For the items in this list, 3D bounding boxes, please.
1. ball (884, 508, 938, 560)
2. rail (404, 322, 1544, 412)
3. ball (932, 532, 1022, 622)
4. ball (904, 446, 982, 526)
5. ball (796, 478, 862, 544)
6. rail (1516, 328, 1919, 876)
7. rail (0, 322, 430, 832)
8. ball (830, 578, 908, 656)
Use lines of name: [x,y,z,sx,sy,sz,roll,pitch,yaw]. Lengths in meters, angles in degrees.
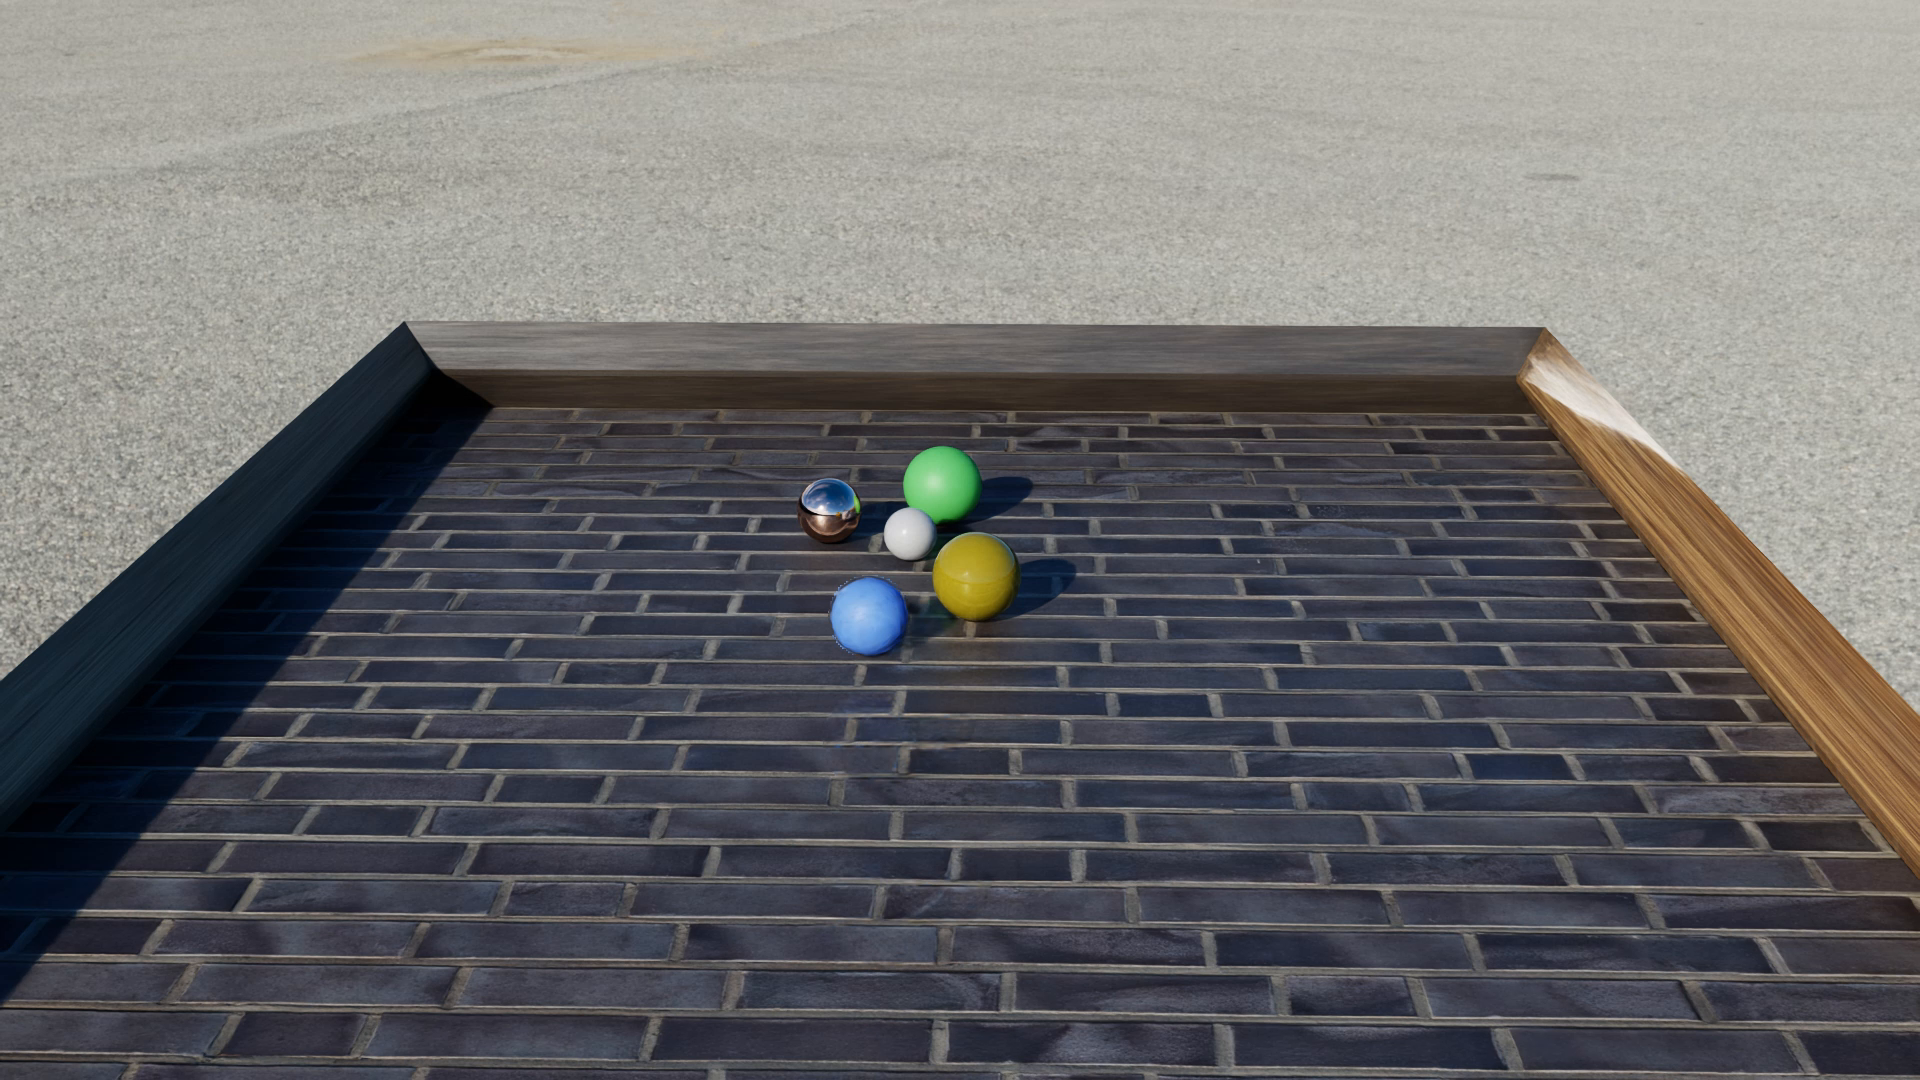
ball: [-0.057,-0.007,2.508,0.061,0.061,0.061,0,19,0]
rail: [0.015,-0.236,3.071,1.598,0.123,0.045,0,19,1]
ball: [0.018,0.038,2.327,0.095,0.095,0.095,0,19,0]
ball: [-0.021,-0.065,2.625,0.095,0.095,0.095,0,19,0]
ball: [-0.152,-0.035,2.566,0.076,0.076,0.076,0,19,0]
rail: [0.759,0.209,1.790,0.045,0.123,2.724,0,19,1]
rail: [-0.791,0.197,1.824,0.045,0.123,2.724,0,19,1]
ball: [-0.092,0.078,2.238,0.079,0.079,0.079,0,19,0]
